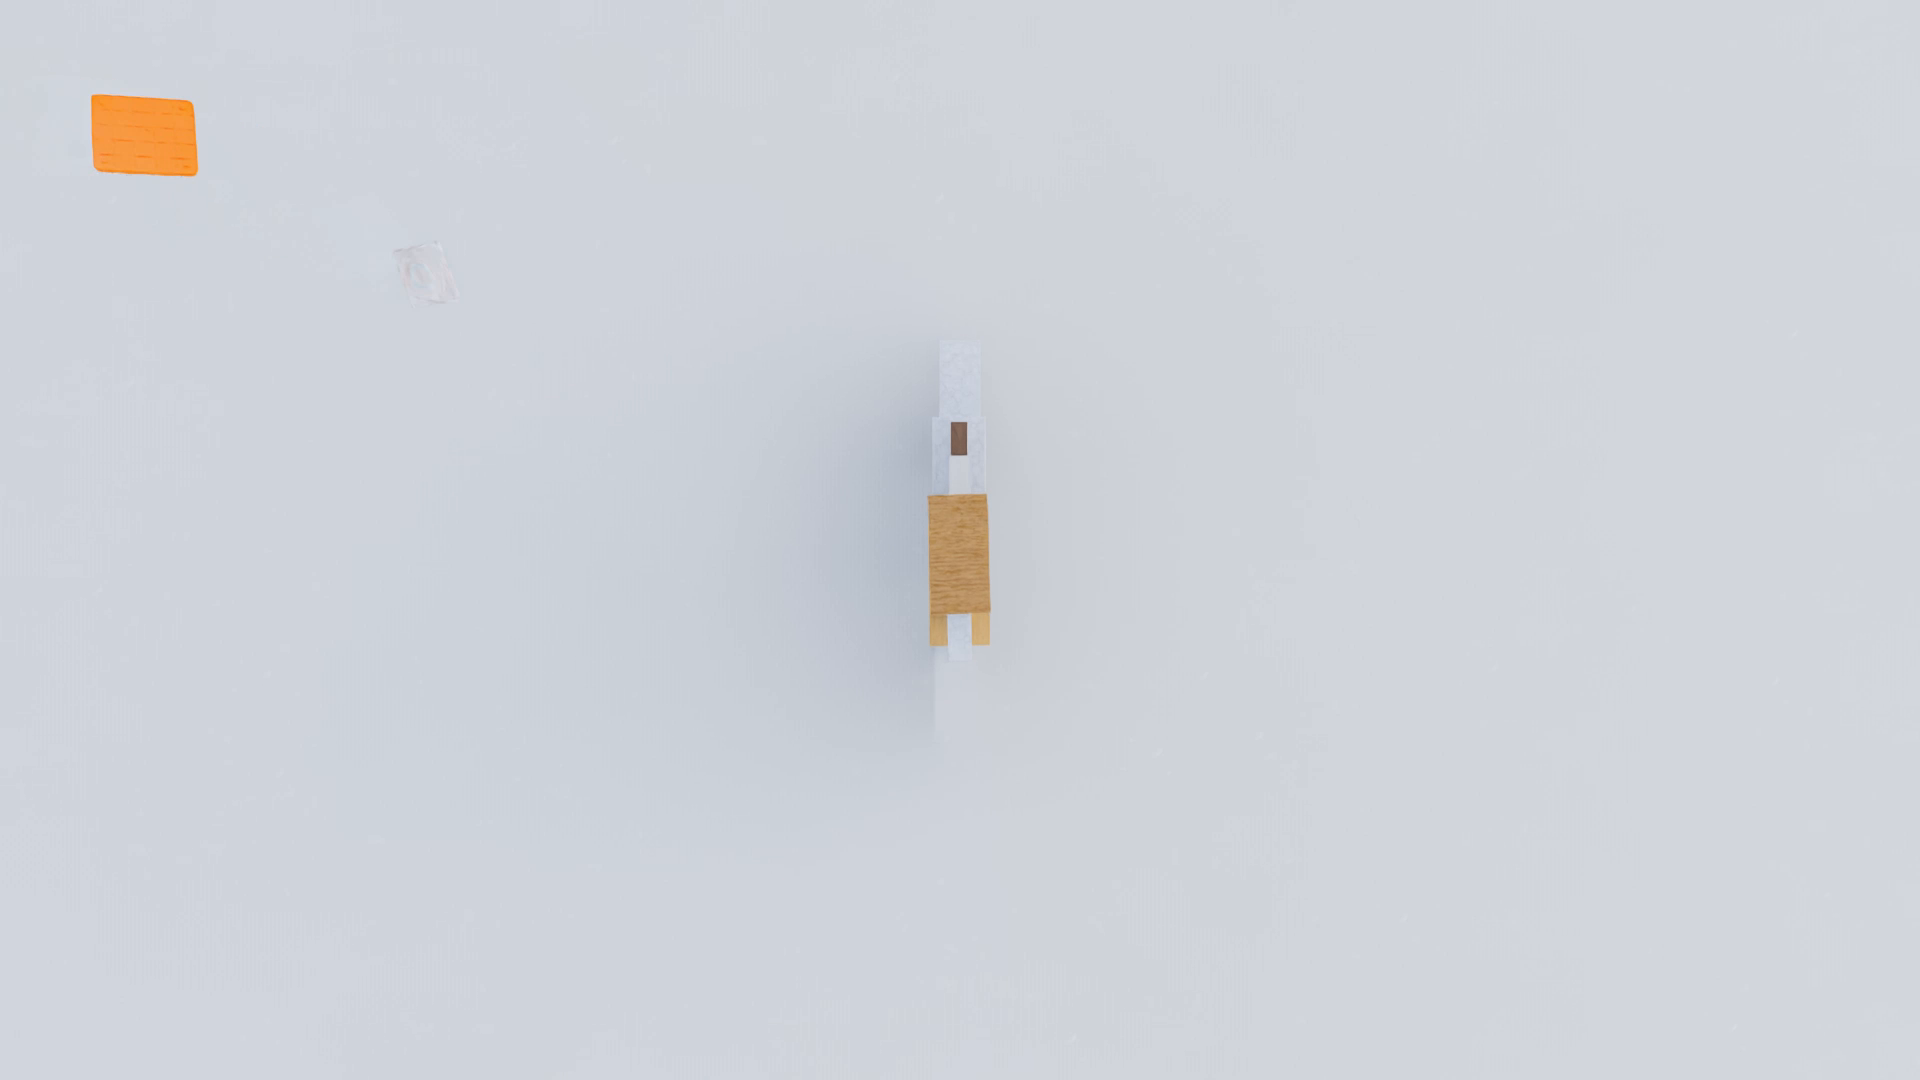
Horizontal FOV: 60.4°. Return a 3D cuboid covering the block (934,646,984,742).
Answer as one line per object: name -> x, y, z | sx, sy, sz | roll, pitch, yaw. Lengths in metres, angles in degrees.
block -> -0.003, 0.475, 5.164 | 0.157, 0.044, 0.314 | 0, 90, 0

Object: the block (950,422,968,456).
block -> -0.003, -0.297, 4.823 | 0.049, 0.014, 0.097 | 0, 90, 0

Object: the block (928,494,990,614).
block -> -0.002, 0.038, 4.487 | 0.162, 0.046, 0.323 | -2, 90, 0

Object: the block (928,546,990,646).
block -> -0.003, 0.132, 4.858 | 0.178, 0.050, 0.356 | -1, 90, 0

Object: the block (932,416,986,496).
block -> -0.003, -0.208, 4.949 | 0.160, 0.045, 0.320 | 0, 90, 0

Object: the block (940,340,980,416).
block -> -0.001, -0.503, 5.223 | 0.129, 0.037, 0.258 | 0, 90, 0

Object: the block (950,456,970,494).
block -> 0.000, -0.183, 4.798 | 0.060, 0.017, 0.120 | 0, 90, 0

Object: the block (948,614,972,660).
block -> -0.001, 0.274, 4.688 | 0.068, 0.019, 0.136 | -1, 90, 0
